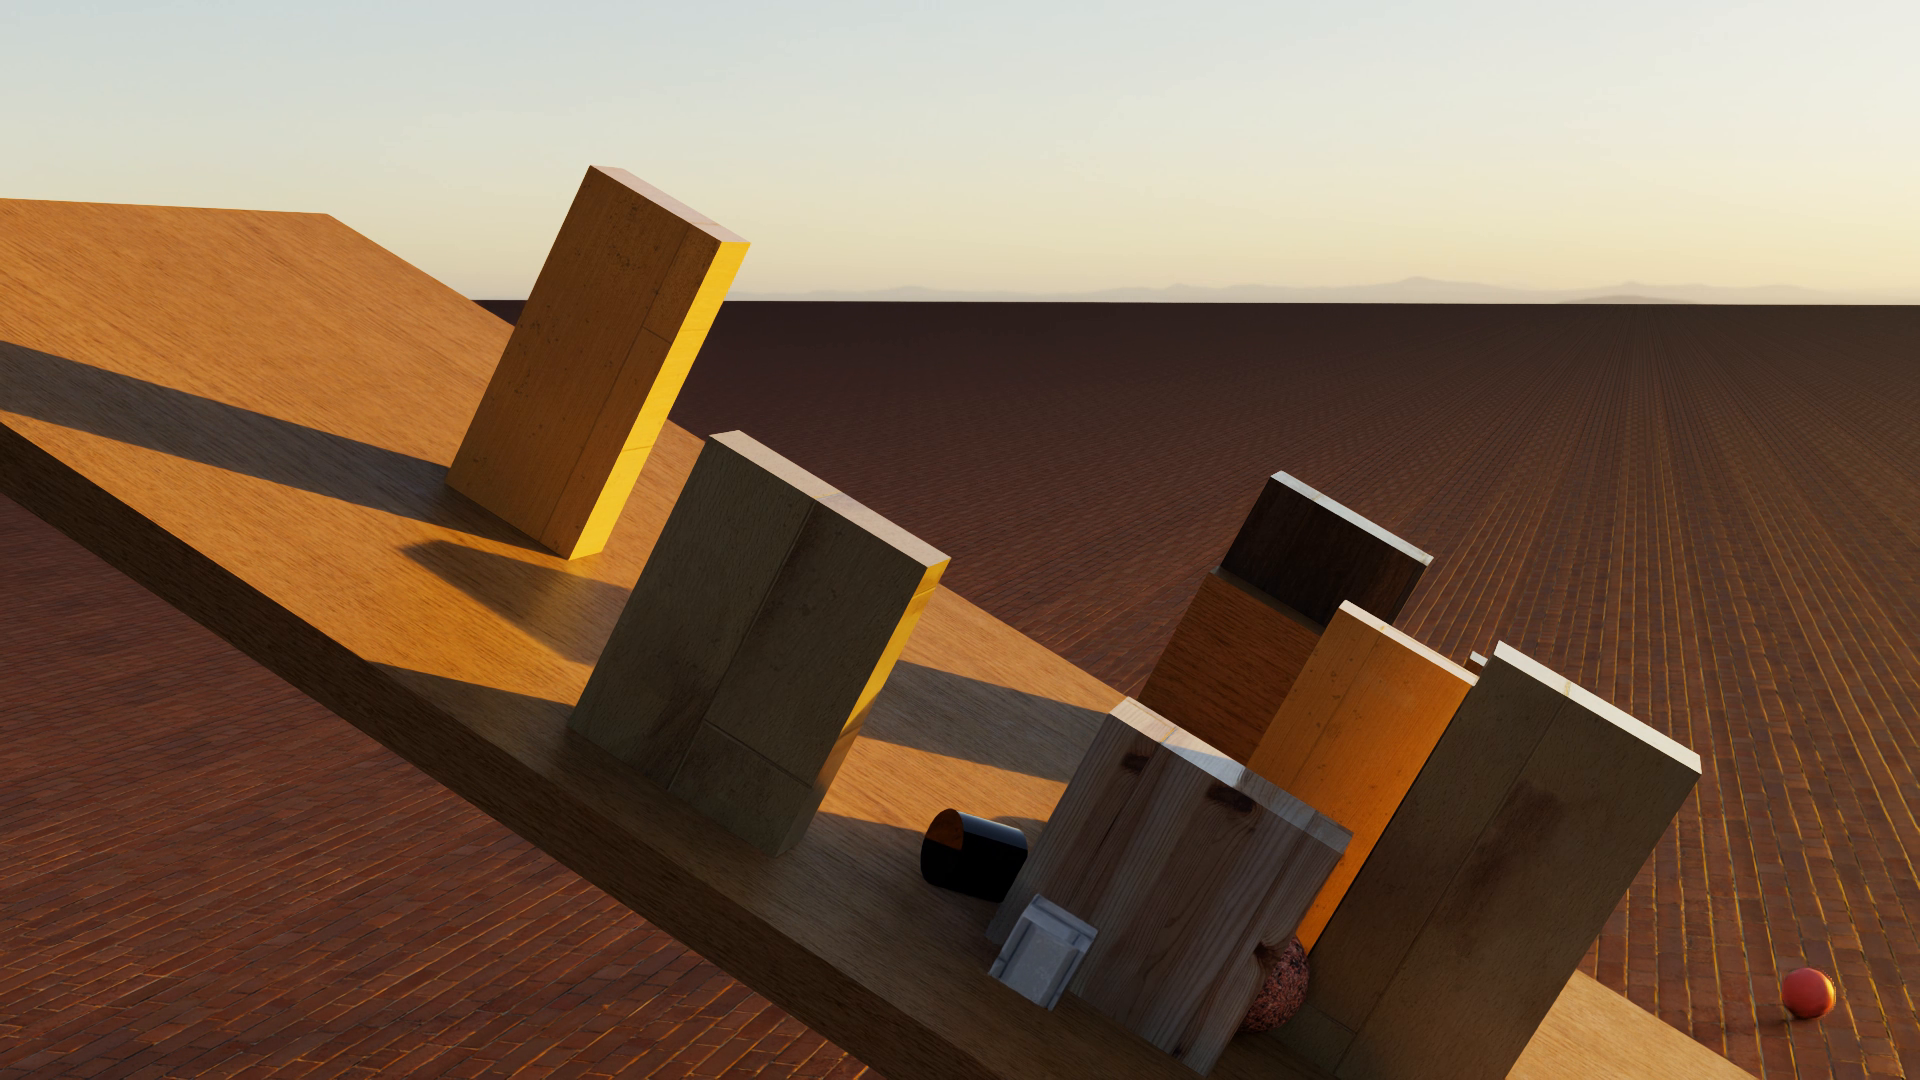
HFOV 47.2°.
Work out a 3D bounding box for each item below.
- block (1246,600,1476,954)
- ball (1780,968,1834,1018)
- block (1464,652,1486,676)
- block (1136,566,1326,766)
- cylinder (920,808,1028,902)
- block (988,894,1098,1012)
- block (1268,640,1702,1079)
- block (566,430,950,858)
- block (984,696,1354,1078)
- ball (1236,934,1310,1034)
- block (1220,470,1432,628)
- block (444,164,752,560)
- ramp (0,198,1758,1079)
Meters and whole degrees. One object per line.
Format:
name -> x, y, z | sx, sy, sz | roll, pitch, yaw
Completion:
block -> 0.695, 0.475, 3.918 | 0.385, 0.620, 0.096 | 31, 14, 12
ball -> 2.112, 1.130, 5.480 | 0.124, 0.124, 0.124 | 0, 7, 0
block -> 0.905, 0.536, 4.103 | 0.243, 0.615, 0.081 | 31, 14, 12
block -> 0.566, 0.322, 4.605 | 0.318, 0.428, 0.108 | 31, 14, 12
cylinder -> 0.022, 0.510, 3.552 | 0.125, 0.125, 0.125 | 20, -3, -28
block -> 0.128, 0.630, 3.360 | 0.110, 0.110, 0.110 | 30, 14, 9
block -> 0.845, 0.579, 3.584 | 0.361, 0.739, 0.140 | 31, 14, 12
block -> -0.312, 0.157, 3.364 | 0.390, 0.518, 0.114 | 31, 14, 12
block -> 0.323, 0.536, 3.421 | 0.407, 0.418, 0.136 | 31, 14, 12
ball -> 0.470, 0.702, 3.570 | 0.195, 0.195, 0.195 | 0, 7, 0
block -> 0.678, 0.229, 4.696 | 0.370, 0.646, 0.146 | 31, 14, 12
block -> -0.677, -0.328, 4.087 | 0.292, 0.664, 0.136 | 31, 14, 12
ramp -> -0.211, 0.350, 4.142 | 4.000, 0.100, 2.000 | 31, 14, 12
